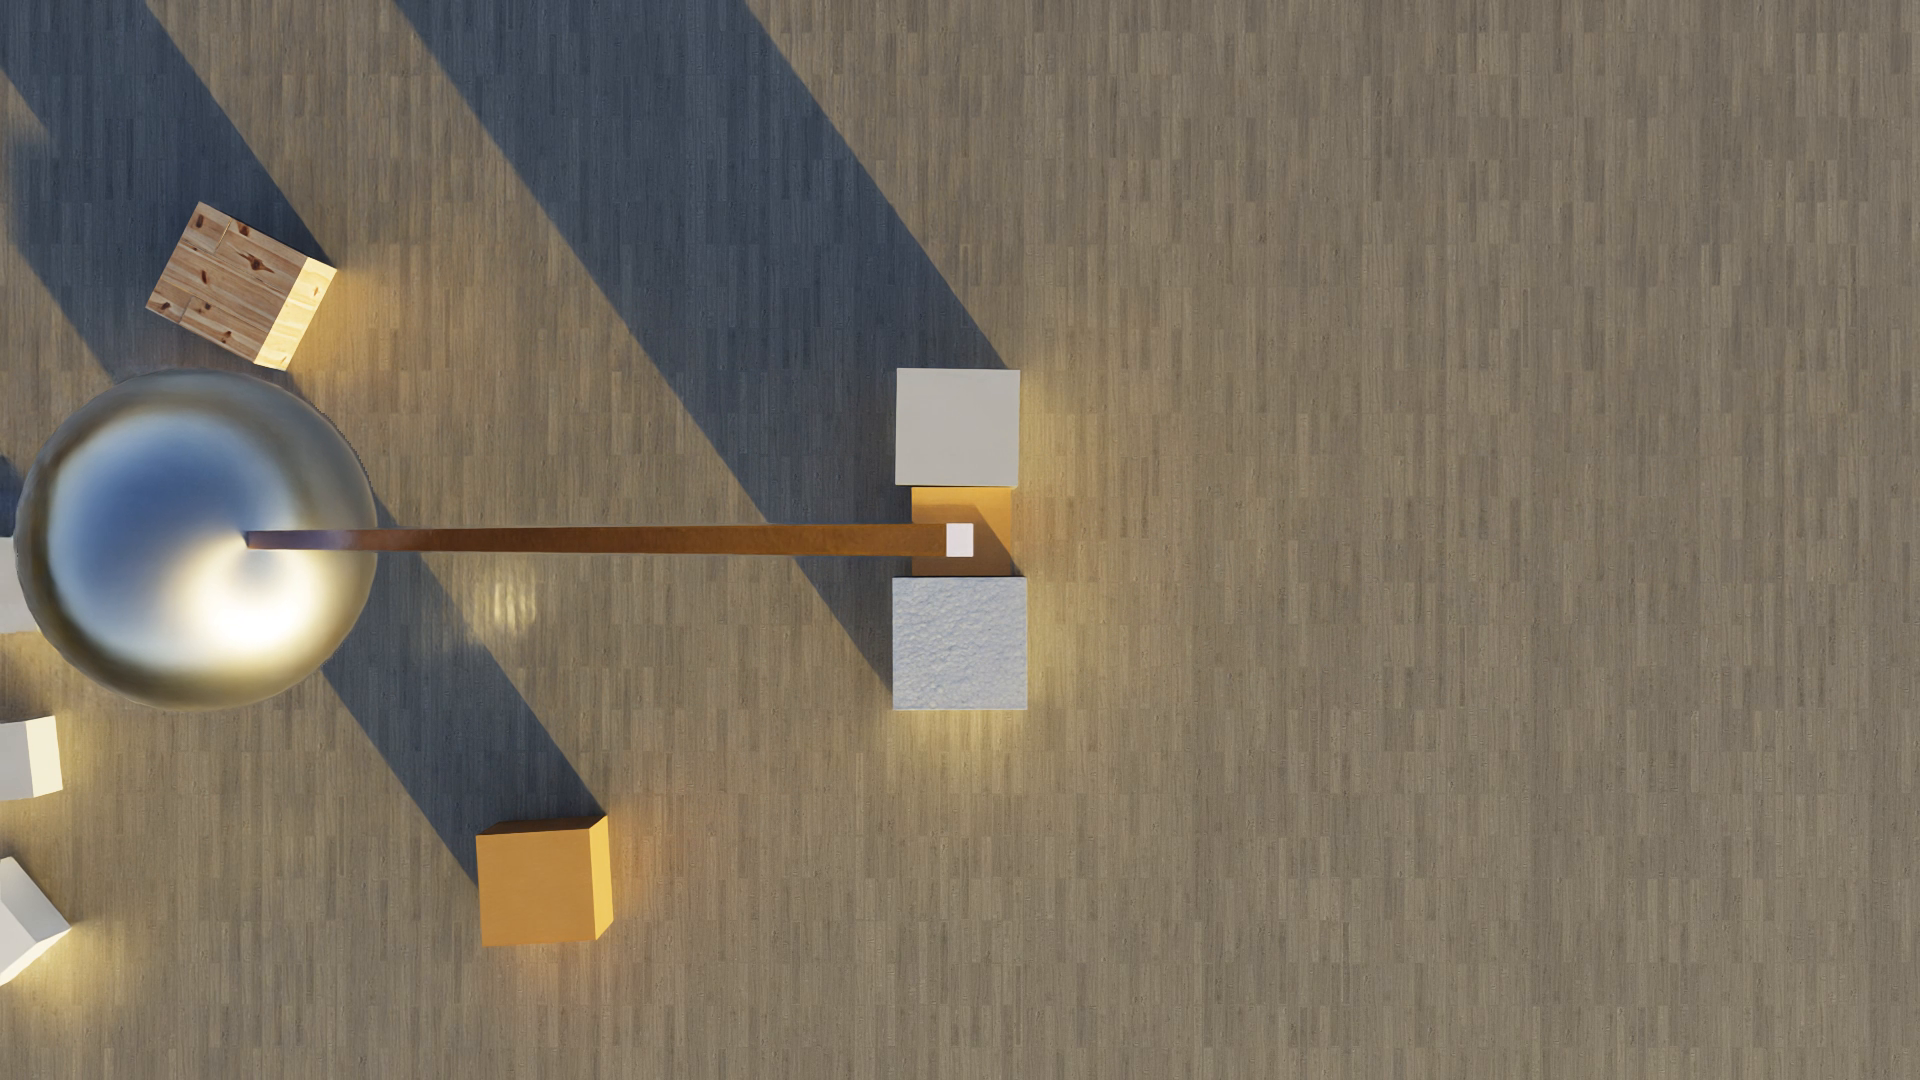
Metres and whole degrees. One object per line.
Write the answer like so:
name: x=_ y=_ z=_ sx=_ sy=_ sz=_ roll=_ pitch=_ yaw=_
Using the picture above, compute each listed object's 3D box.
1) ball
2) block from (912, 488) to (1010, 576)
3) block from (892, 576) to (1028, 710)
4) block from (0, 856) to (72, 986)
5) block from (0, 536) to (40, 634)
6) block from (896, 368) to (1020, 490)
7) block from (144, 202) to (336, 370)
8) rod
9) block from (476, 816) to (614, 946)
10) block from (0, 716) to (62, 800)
ball: x=-3.522 y=0.000 z=10.204 sx=1.600 sy=1.600 sz=1.600 roll=0 pitch=90 yaw=0
block: x=0.006 y=-0.048 z=12.704 sx=0.557 sy=0.591 sz=0.499 roll=0 pitch=90 yaw=0
block: x=-0.001 y=0.582 z=12.673 sx=0.754 sy=0.655 sz=0.743 roll=0 pitch=90 yaw=0
block: x=-5.613 y=2.238 z=12.752 sx=0.487 sy=0.496 sz=0.558 roll=-40 pitch=90 yaw=0
block: x=-5.507 y=0.261 z=12.763 sx=0.456 sy=0.474 sz=0.548 roll=-5 pitch=90 yaw=0
block: x=-0.014 y=-0.629 z=12.625 sx=0.684 sy=0.750 sz=0.647 roll=1 pitch=90 yaw=0
block: x=-4.145 y=-1.457 z=12.714 sx=0.693 sy=0.572 sz=0.675 roll=27 pitch=90 yaw=0
rod: x=-1.526 y=0.000 z=7.452 sx=0.080 sy=5.200 sz=0.080 roll=0 pitch=90 yaw=-36
block: x=-2.389 y=1.959 z=12.692 sx=0.642 sy=0.616 sz=0.627 roll=-3 pitch=90 yaw=0
block: x=-5.522 y=1.277 z=12.799 sx=0.390 sy=0.402 sz=0.439 roll=-6 pitch=90 yaw=0
